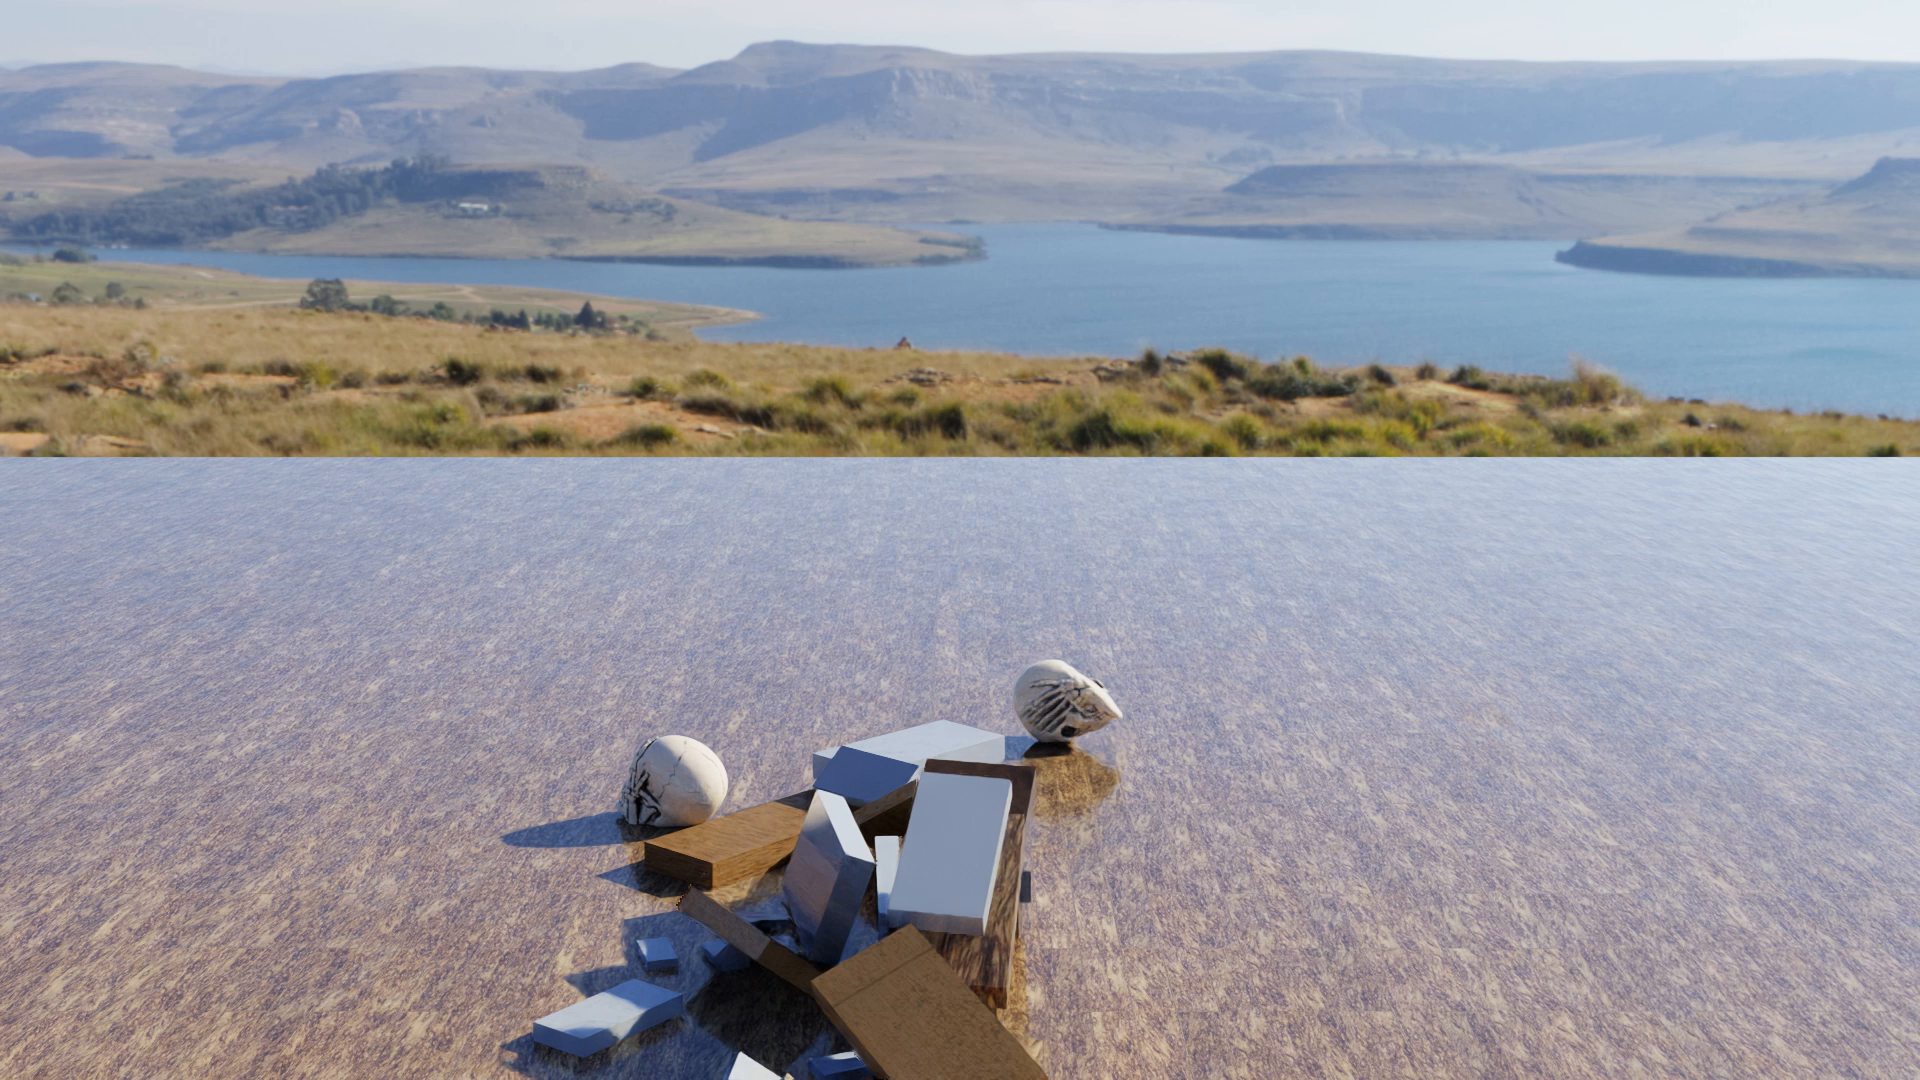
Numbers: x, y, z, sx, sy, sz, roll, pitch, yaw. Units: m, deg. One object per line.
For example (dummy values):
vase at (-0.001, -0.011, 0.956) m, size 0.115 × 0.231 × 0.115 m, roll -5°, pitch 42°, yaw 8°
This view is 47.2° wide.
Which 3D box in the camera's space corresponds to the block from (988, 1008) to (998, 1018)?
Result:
block at (0.001, 0.663, 3.090) m, size 0.099 × 0.028 × 0.197 m, roll 0°, pitch -1°, yaw 0°

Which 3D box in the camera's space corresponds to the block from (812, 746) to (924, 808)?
block at (-0.166, 0.438, 3.995) m, size 0.198 × 0.028 × 0.099 m, roll 9°, pitch 52°, yaw 41°

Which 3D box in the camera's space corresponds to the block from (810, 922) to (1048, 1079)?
block at (-0.042, 0.640, 2.831) m, size 0.158 × 0.045 × 0.316 m, roll -27°, pitch 43°, yaw -22°

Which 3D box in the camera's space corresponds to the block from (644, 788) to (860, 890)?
block at (-0.271, 0.510, 3.968) m, size 0.172 × 0.049 × 0.633 m, roll 9°, pitch 14°, yaw 40°

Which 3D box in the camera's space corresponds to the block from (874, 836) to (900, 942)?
block at (-0.109, 0.575, 3.388) m, size 0.037 × 0.131 × 0.356 m, roll -1°, pitch 11°, yaw -3°

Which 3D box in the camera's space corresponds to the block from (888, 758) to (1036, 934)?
block at (0.007, 0.454, 3.222) m, size 0.167 × 0.047 × 0.335 m, roll 4°, pitch 36°, yaw 8°

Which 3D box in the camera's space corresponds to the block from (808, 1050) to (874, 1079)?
block at (-0.142, 0.711, 2.976) m, size 0.113 × 0.016 × 0.056 m, roll -5°, pitch 12°, yaw -26°

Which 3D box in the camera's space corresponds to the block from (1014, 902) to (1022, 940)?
block at (0.008, 0.574, 3.324) m, size 0.167 × 0.047 × 0.335 m, roll -1°, pitch -8°, yaw 2°

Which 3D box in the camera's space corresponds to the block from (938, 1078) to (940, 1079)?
block at (-0.091, 0.724, 2.541) m, size 0.139 × 0.039 × 0.277 m, roll -21°, pitch 10°, yaw 8°

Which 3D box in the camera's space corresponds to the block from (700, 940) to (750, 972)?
block at (-0.361, 0.638, 3.376) m, size 0.047 × 0.013 × 0.094 m, roll -5°, pitch 12°, yaw -24°

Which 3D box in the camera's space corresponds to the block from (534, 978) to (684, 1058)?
block at (-0.498, 0.677, 3.122) m, size 0.099 × 0.028 × 0.198 m, roll 8°, pitch 13°, yaw 36°

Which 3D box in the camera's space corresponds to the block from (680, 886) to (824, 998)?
block at (-0.307, 0.603, 3.293) m, size 0.131 × 0.037 × 0.263 m, roll 40°, pitch -12°, yaw -31°

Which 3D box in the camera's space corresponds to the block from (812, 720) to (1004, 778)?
block at (-0.095, 0.415, 4.211) m, size 0.344 × 0.049 × 0.172 m, roll -10°, pitch 15°, yaw -44°

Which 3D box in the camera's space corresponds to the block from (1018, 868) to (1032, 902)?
block at (0.018, 0.547, 3.507) m, size 0.167 × 0.047 × 0.335 m, roll 0°, pitch -7°, yaw -2°

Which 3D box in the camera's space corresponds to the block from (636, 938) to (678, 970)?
block at (-0.466, 0.636, 3.384) m, size 0.047 × 0.013 × 0.095 m, roll -3°, pitch 11°, yaw -18°

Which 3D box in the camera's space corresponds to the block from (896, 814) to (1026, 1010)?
block at (0.000, 0.509, 3.064) m, size 0.158 × 0.045 × 0.316 m, roll 2°, pitch 40°, yaw 6°

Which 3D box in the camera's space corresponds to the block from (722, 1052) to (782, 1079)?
block at (-0.251, 0.727, 2.649) m, size 0.122 × 0.035 × 0.305 m, roll 33°, pitch 12°, yaw -2°

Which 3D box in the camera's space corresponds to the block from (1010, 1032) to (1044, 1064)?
block at (0.023, 0.702, 2.846) m, size 0.099 × 0.028 × 0.197 m, roll 11°, pitch 27°, yaw 23°

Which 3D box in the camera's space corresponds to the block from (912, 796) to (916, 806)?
block at (0.008, 0.464, 3.627) m, size 0.126 × 0.036 × 0.253 m, roll -1°, pitch 6°, yaw -12°

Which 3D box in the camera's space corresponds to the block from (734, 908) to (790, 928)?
block at (-0.322, 0.609, 3.528) m, size 0.095 × 0.013 × 0.047 m, roll -2°, pitch 11°, yaw -11°

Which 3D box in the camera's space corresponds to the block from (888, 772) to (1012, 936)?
block at (-0.012, 0.438, 3.088) m, size 0.131 × 0.037 × 0.263 m, roll 4°, pitch 40°, yaw 9°

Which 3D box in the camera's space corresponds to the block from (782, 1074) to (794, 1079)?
block at (-0.195, 0.732, 2.600) m, size 0.122 × 0.035 × 0.244 m, roll 43°, pitch 12°, yaw -1°

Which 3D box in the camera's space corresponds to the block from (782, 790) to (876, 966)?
block at (-0.213, 0.531, 3.497) m, size 0.049 × 0.172 × 0.344 m, roll 19°, pitch 6°, yaw -14°

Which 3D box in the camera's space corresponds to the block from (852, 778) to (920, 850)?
block at (-0.110, 0.476, 3.818) m, size 0.199 × 0.028 × 0.099 m, roll -31°, pitch -38°, yaw 30°
